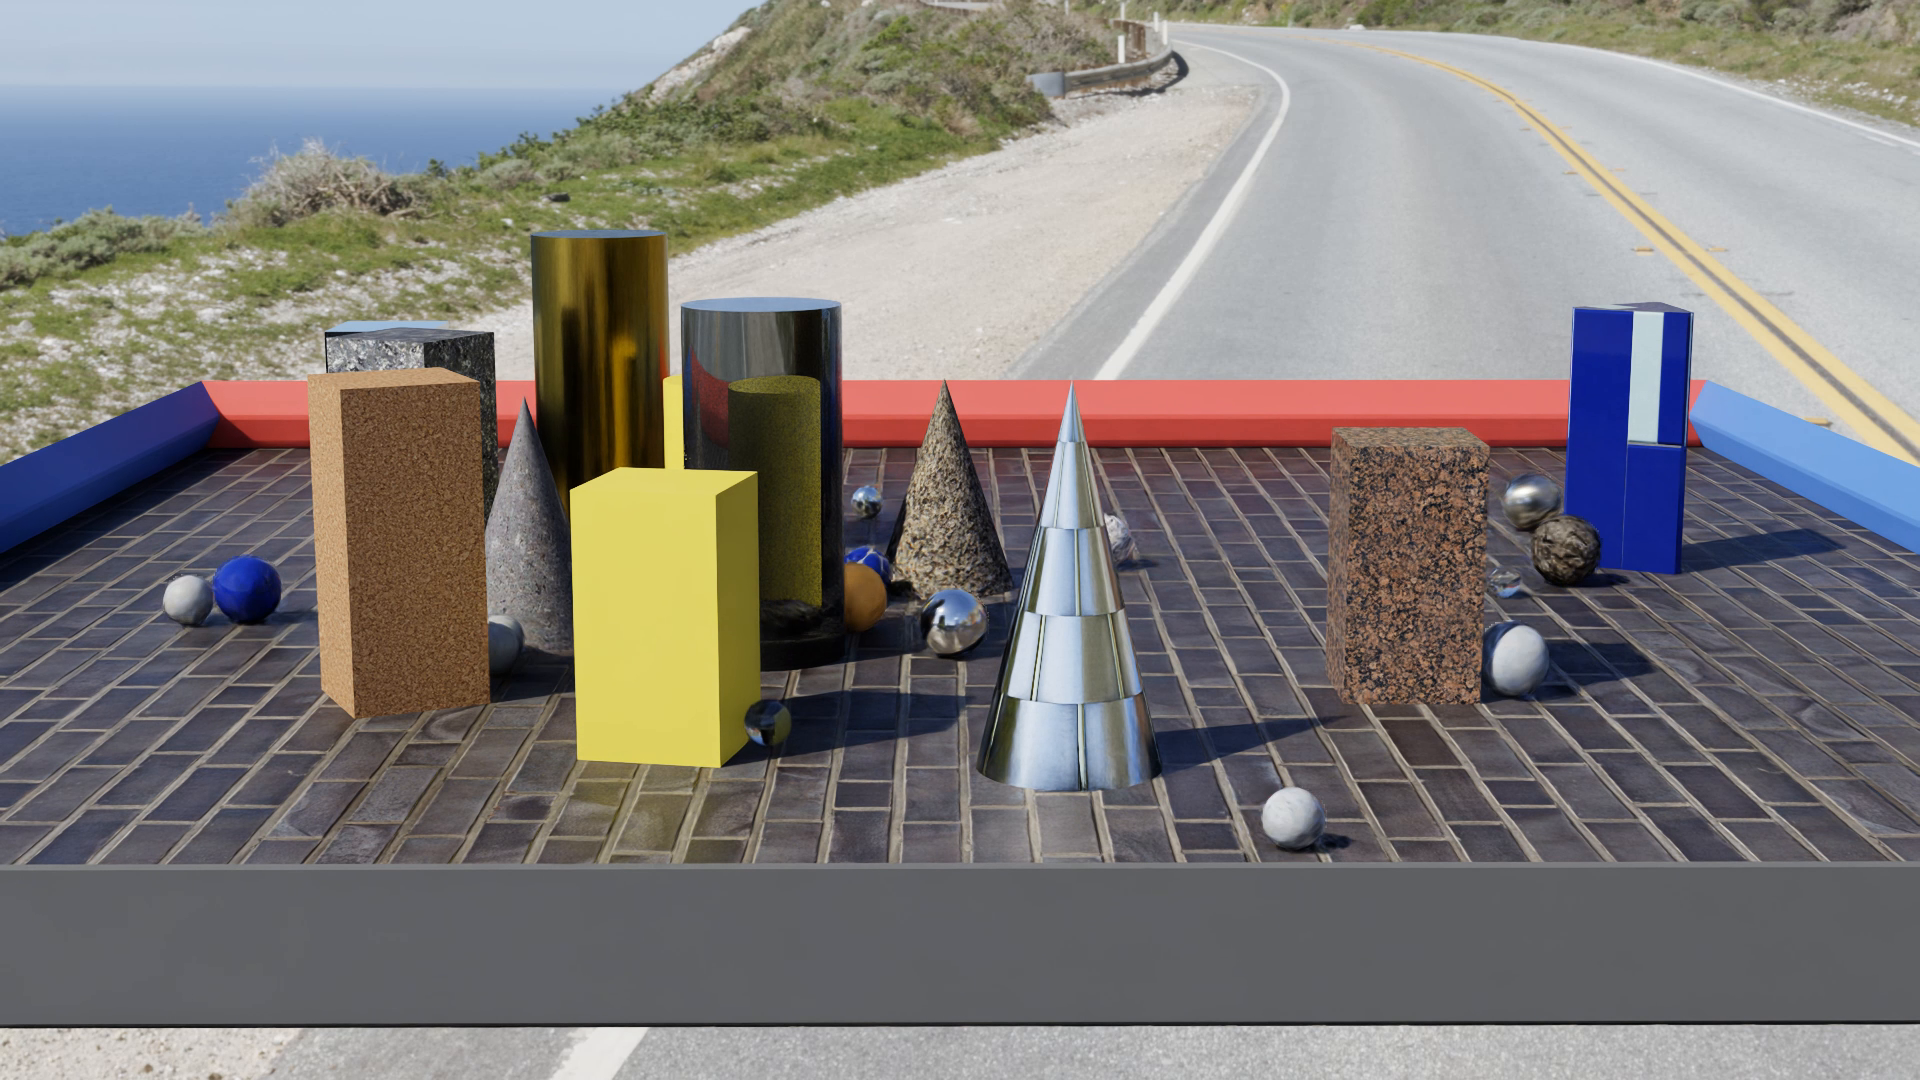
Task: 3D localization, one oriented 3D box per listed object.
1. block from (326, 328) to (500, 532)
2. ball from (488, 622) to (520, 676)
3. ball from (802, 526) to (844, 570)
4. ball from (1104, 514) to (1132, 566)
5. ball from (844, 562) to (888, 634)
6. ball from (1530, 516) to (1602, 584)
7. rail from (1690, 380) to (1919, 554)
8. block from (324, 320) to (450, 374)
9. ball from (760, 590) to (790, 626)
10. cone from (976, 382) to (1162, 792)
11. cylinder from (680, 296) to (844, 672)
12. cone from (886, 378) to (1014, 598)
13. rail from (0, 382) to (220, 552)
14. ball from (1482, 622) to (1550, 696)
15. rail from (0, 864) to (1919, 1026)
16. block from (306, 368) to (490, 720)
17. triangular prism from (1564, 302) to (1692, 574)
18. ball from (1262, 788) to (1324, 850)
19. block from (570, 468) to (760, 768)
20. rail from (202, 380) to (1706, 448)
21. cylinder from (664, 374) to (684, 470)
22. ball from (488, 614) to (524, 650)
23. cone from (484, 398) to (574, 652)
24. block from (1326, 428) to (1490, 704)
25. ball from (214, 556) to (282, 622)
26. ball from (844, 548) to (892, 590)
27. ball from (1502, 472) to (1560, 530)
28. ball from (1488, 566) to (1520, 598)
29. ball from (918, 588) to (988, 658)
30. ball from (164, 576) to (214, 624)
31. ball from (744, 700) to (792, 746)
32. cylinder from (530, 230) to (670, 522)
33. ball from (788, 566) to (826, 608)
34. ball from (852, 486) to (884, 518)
[{"bbox_3d":[-0.738,-0.095,3.484,0.158,0.368,0.158,5,12,25],"label":"block"},{"bbox_3d":[-0.565,0.131,3.098,0.064,0.064,0.064,0,10,0],"label":"ball"},{"bbox_3d":[-0.187,0.011,3.515,0.058,0.058,0.058,0,10,0],"label":"ball"},{"bbox_3d":[0.212,0.002,3.755,0.079,0.079,0.079,0,10,0],"label":"ball"},{"bbox_3d":[-0.141,0.075,3.326,0.092,0.092,0.092,0,10,0],"label":"ball"},{"bbox_3d":[0.858,0.014,3.637,0.098,0.098,0.098,0,10,0],"label":"ball"},{"bbox_3d":[1.425,0.031,3.457,0.045,0.128,3.036,0,10,0],"label":"rail"},{"bbox_3d":[-0.876,-0.164,3.958,0.158,0.332,0.158,0,10,-1],"label":"block"},{"bbox_3d":[-0.248,0.089,3.366,0.049,0.049,0.049,0,10,0],"label":"ball"},{"bbox_3d":[0.115,0.036,2.664,0.197,0.409,0.197,0,10,0],"label":"cone"},{"bbox_3d":[-0.243,-0.073,3.176,0.197,0.438,0.197,0,10,0],"label":"cylinder"},{"bbox_3d":[-0.022,-0.082,3.611,0.197,0.296,0.197,0,10,0],"label":"cone"},{"bbox_3d":[-1.425,0.034,3.441,0.045,0.128,3.036,0,10,0],"label":"rail"},{"bbox_3d":[0.644,0.139,2.994,0.087,0.087,0.087,0,10,0],"label":"ball"},{"bbox_3d":[0.009,0.305,1.979,2.897,0.128,0.045,0,10,0],"label":"rail"},{"bbox_3d":[-0.648,-0.001,2.963,0.158,0.374,0.158,-5,12,-27],"label":"block"},{"bbox_3d":[1.001,-0.156,3.785,0.171,0.379,0.148,6,12,29],"label":"triangular prism"},{"bbox_3d":[0.313,0.262,2.411,0.059,0.059,0.059,0,10,0],"label":"ball"},{"bbox_3d":[-0.313,0.079,2.758,0.158,0.290,0.158,2,11,11],"label":"block"},{"bbox_3d":[-0.009,-0.239,4.918,2.897,0.128,0.045,0,10,0],"label":"rail"},{"bbox_3d":[-0.308,-0.072,3.542,0.197,0.302,0.197,0,10,0],"label":"cylinder"},{"bbox_3d":[-0.568,0.121,3.173,0.057,0.057,0.057,0,10,0],"label":"ball"},{"bbox_3d":[-0.553,-0.030,3.286,0.197,0.313,0.197,0,10,0],"label":"cone"},{"bbox_3d":[0.522,0.028,3.010,0.158,0.300,0.158,0,10,0],"label":"block"},{"bbox_3d":[-0.941,0.065,3.391,0.088,0.088,0.088,0,10,0],"label":"ball"},{"bbox_3d":[-0.131,0.048,3.517,0.076,0.076,0.076,0,10,0],"label":"ball"},{"bbox_3d":[0.904,-0.061,4.059,0.092,0.092,0.092,0,10,0],"label":"ball"},{"bbox_3d":[0.753,0.058,3.551,0.044,0.044,0.044,0,10,0],"label":"ball"},{"bbox_3d":[-0.009,0.103,3.192,0.086,0.086,0.086,0,10,0],"label":"ball"},{"bbox_3d":[-1.016,0.079,3.379,0.064,0.064,0.064,0,10,0],"label":"ball"},{"bbox_3d":[-0.208,0.198,2.777,0.050,0.050,0.050,0,10,0],"label":"ball"},{"bbox_3d":[-0.524,-0.206,3.766,0.197,0.485,0.197,0,10,0],"label":"cylinder"},{"bbox_3d":[-0.205,0.064,3.477,0.059,0.059,0.059,0,10,0],"label":"ball"},{"bbox_3d":[-0.151,-0.061,4.171,0.052,0.052,0.052,0,10,0],"label":"ball"}]
